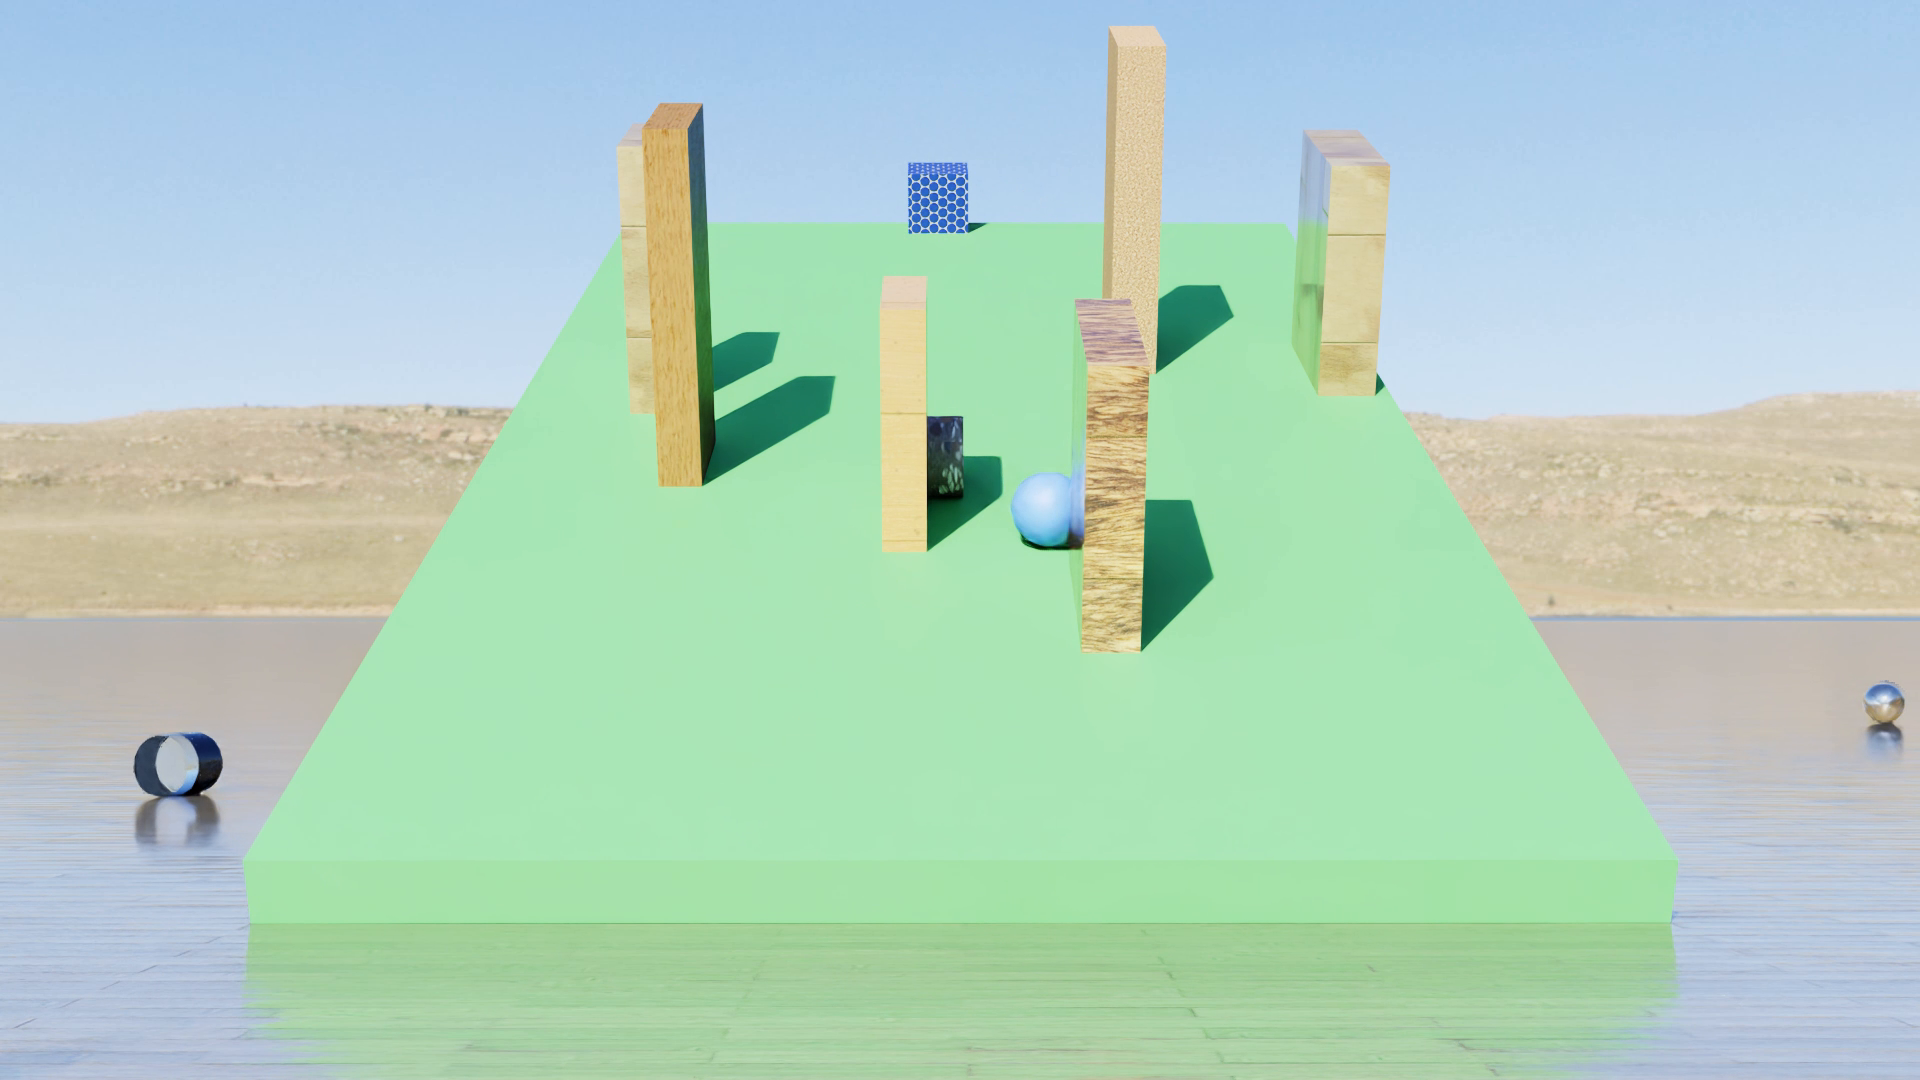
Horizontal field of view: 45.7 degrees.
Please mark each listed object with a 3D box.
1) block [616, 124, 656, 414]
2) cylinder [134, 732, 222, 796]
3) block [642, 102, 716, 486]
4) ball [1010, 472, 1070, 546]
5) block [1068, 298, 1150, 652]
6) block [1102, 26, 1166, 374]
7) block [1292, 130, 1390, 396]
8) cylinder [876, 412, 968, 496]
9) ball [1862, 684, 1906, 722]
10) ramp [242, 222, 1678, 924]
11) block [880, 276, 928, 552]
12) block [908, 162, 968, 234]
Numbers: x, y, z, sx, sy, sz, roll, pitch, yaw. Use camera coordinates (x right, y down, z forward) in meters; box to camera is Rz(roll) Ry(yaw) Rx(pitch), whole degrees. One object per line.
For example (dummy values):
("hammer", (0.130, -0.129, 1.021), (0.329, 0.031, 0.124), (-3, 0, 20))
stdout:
("block", (-0.692, -0.613, 5.125), (0.093, 0.601, 0.277), (0, 21, 0))
("cylinder", (-1.888, 0.542, 5.497), (0.147, 0.147, 0.147), (0, -2, 14))
("block", (-0.570, -0.501, 4.649), (0.088, 0.729, 0.294), (0, 21, 0))
("ball", (0.168, -0.059, 4.309), (0.143, 0.143, 0.143), (0, -2, 0))
("block", (0.255, -0.120, 3.960), (0.100, 0.504, 0.427), (0, 21, 0))
("block", (0.410, -0.811, 5.420), (0.109, 0.768, 0.328), (0, 21, 0))
("block", (0.889, -0.658, 5.349), (0.132, 0.533, 0.439), (0, 21, 0))
("cylinder", (-0.074, -0.168, 4.573), (0.162, 0.162, 0.162), (-7, -2, 4))
("ball", (3.712, 0.655, 9.145), (0.159, 0.159, 0.159), (0, -2, 0))
("ramp", (-0.005, -0.212, 5.060), (2.000, 0.100, 4.000), (0, 21, 0))
("block", (-0.105, -0.241, 4.327), (0.084, 0.471, 0.248), (0, 21, 0))
("block", (-0.066, -1.027, 6.827), (0.178, 0.178, 0.178), (0, 21, -1))
